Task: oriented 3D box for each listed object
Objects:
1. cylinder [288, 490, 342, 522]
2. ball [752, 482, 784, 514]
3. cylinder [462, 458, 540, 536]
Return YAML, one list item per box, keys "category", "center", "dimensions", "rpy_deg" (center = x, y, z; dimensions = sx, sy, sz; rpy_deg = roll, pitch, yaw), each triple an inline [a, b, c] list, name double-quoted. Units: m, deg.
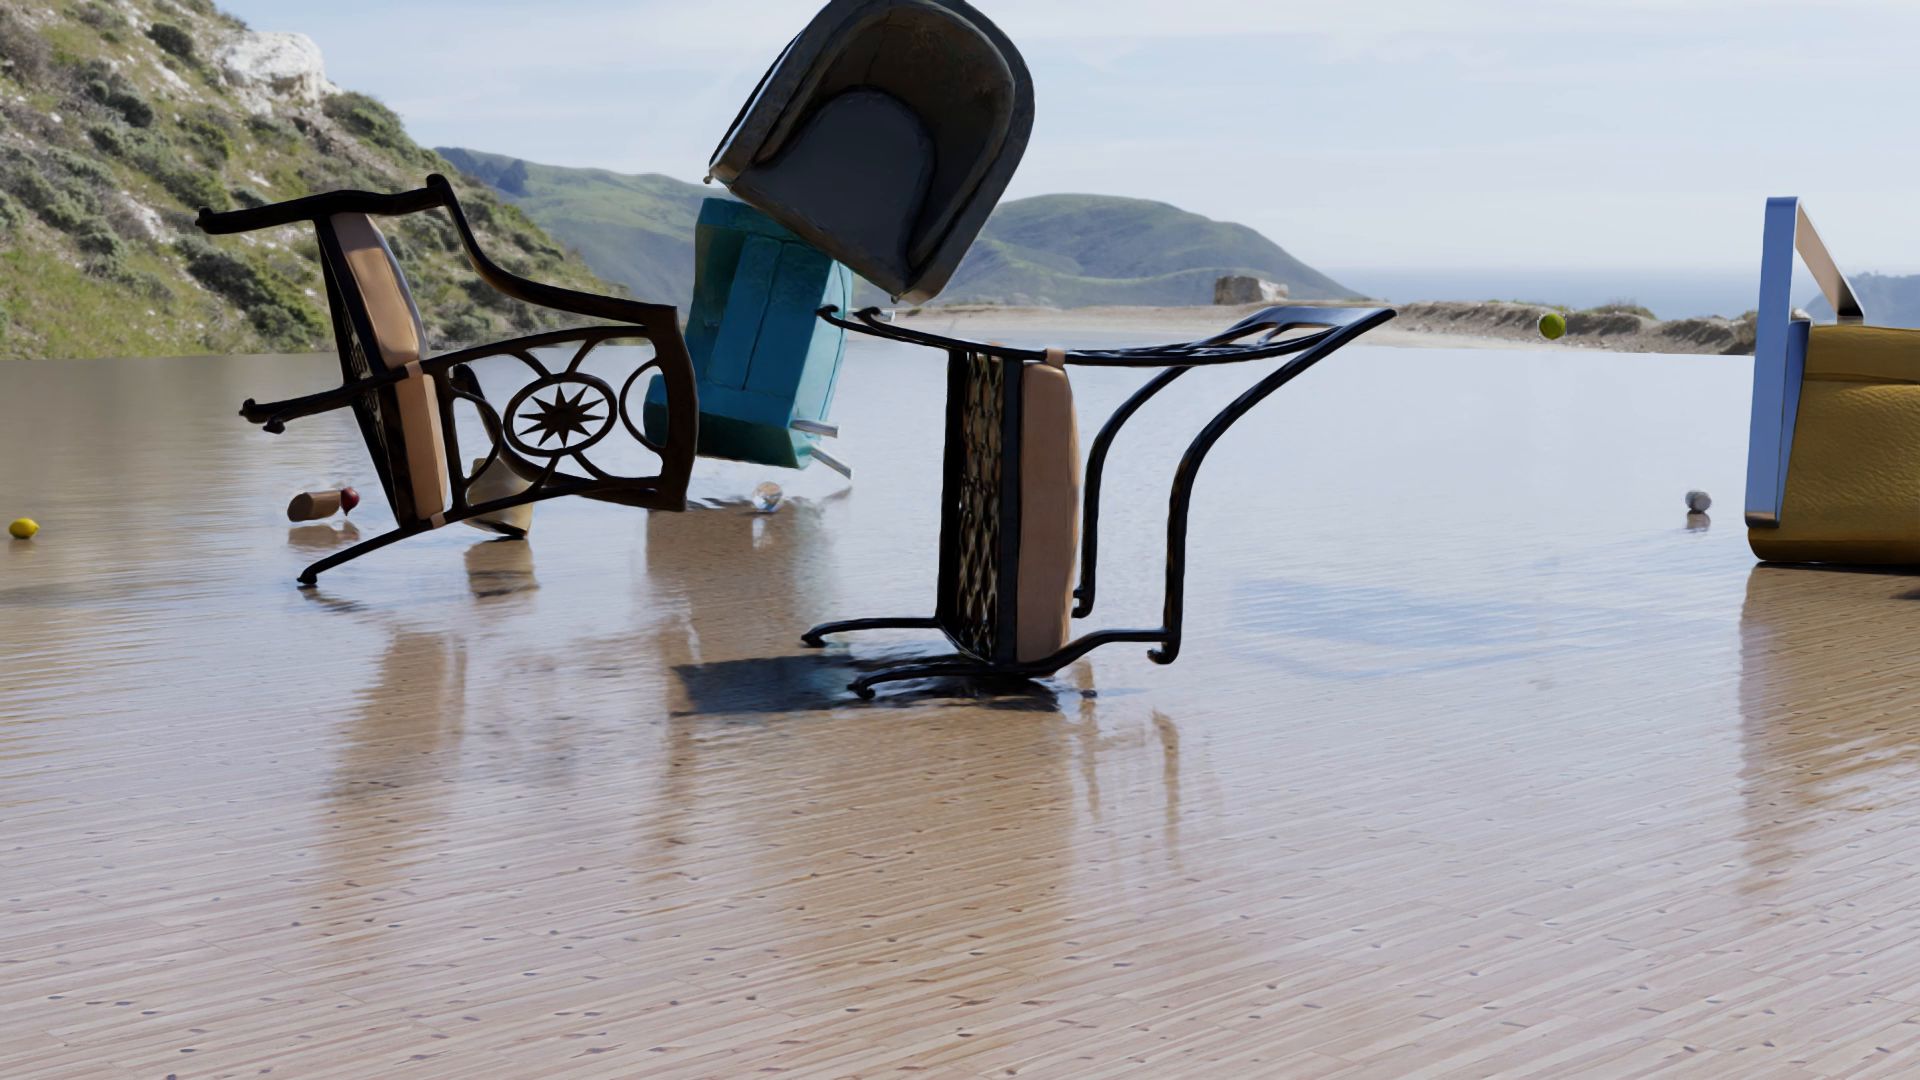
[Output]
- category: "cylinder"
  center: [-1.717, -0.091, 6.827]
  dimensions: [0.100, 0.064, 0.112]
  rpy_deg: [-38, -12, 26]
- category: "ball"
  center: [-0.533, -0.119, 7.137]
  dimensions: [0.089, 0.089, 0.089]
  rpy_deg: [0, 6, 0]
- category: "cylinder"
  center: [-1.154, -0.107, 6.455]
  dimensions: [0.162, 0.156, 0.172]
  rpy_deg: [-1, -15, 40]
